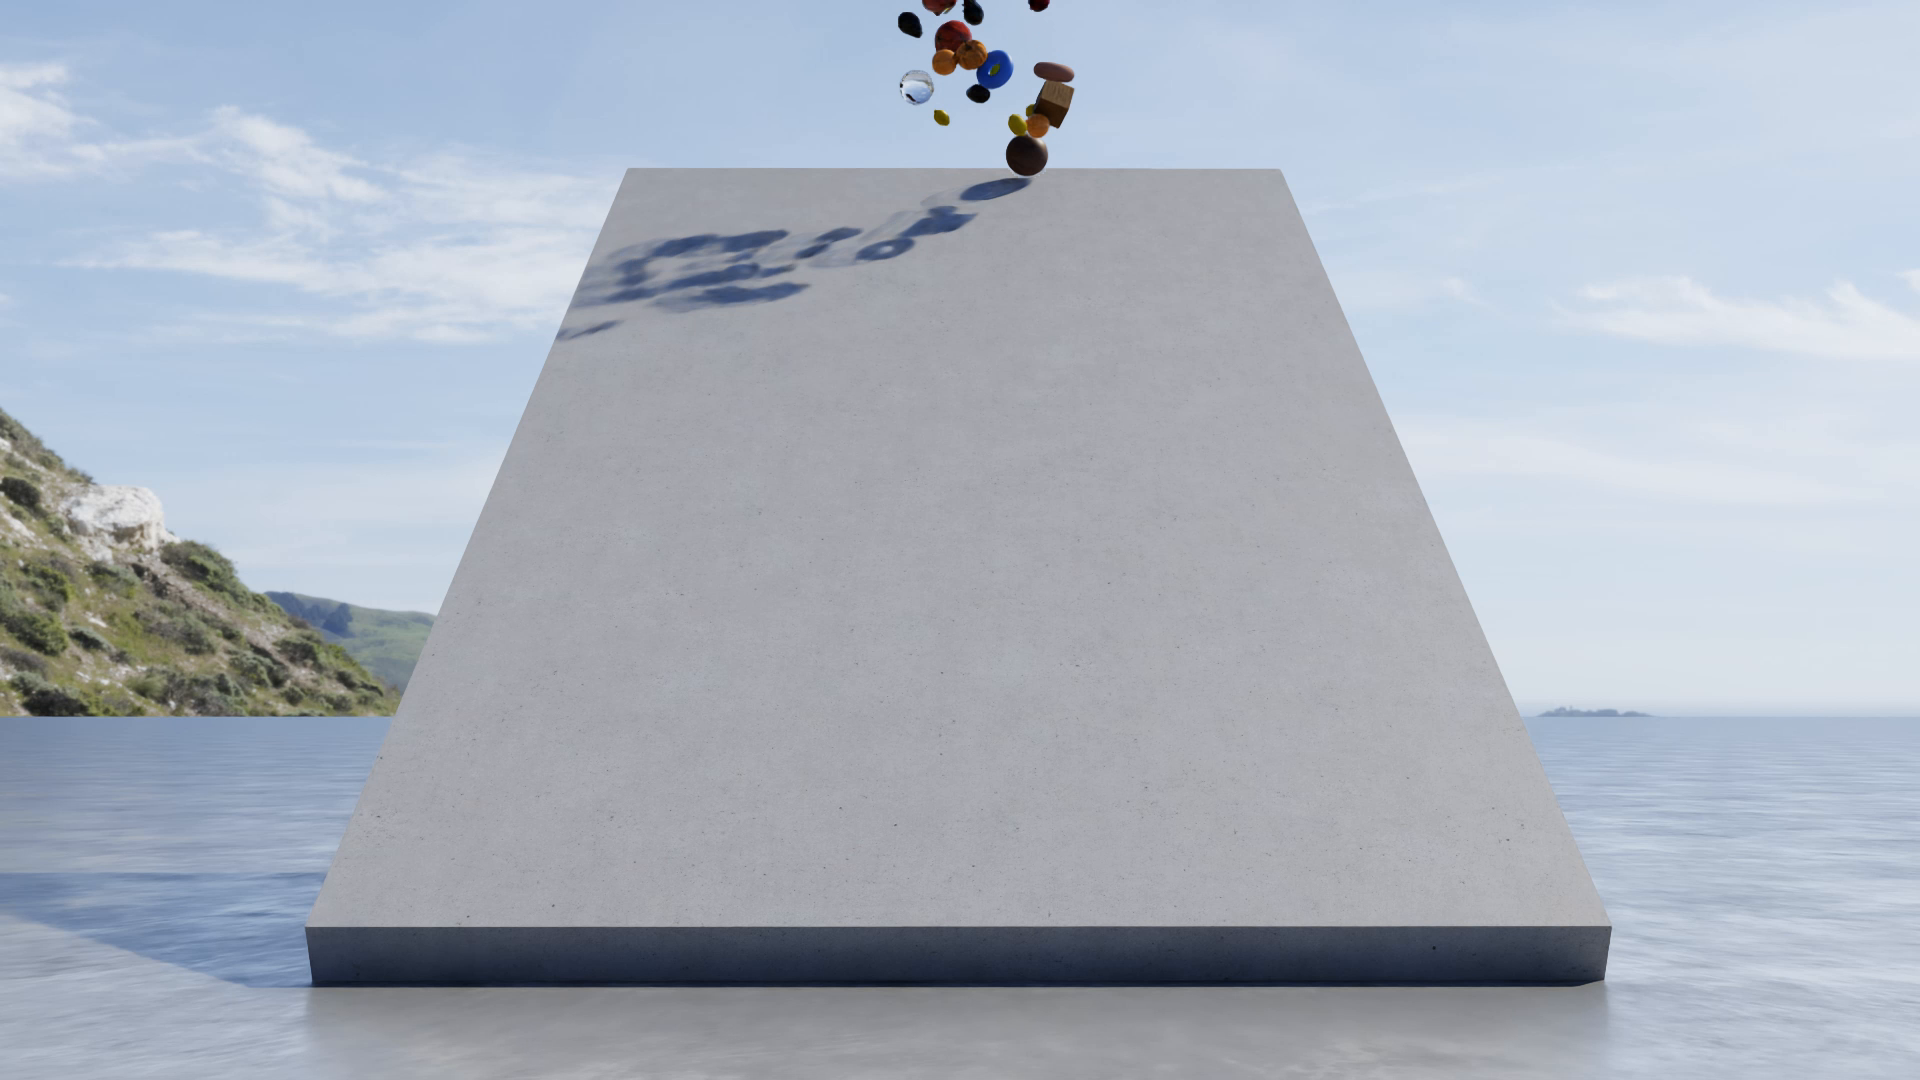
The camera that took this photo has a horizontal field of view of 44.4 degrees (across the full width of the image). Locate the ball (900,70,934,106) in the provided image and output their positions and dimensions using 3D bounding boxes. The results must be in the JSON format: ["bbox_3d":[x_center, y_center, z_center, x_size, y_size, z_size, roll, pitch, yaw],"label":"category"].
[{"bbox_3d":[-0.123,-1.284,6.669,0.100,0.100,0.100,0,-4,0],"label":"ball"}]

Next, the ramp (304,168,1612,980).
[{"bbox_3d":[-0.009,-0.229,5.420,2.000,0.100,4.000,0,26,0],"label":"ramp"}]

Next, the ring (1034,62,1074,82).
[{"bbox_3d":[0.274,-1.363,6.850,0.122,0.041,0.122,11,3,-1],"label":"ring"}]

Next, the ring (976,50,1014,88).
[{"bbox_3d":[0.099,-1.323,6.610,0.116,0.116,0.039,-3,-18,32],"label":"ring"}]

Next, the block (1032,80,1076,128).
[{"bbox_3d":[0.275,-1.292,6.948,0.090,0.090,0.090,21,-35,-7],"label":"block"}]
